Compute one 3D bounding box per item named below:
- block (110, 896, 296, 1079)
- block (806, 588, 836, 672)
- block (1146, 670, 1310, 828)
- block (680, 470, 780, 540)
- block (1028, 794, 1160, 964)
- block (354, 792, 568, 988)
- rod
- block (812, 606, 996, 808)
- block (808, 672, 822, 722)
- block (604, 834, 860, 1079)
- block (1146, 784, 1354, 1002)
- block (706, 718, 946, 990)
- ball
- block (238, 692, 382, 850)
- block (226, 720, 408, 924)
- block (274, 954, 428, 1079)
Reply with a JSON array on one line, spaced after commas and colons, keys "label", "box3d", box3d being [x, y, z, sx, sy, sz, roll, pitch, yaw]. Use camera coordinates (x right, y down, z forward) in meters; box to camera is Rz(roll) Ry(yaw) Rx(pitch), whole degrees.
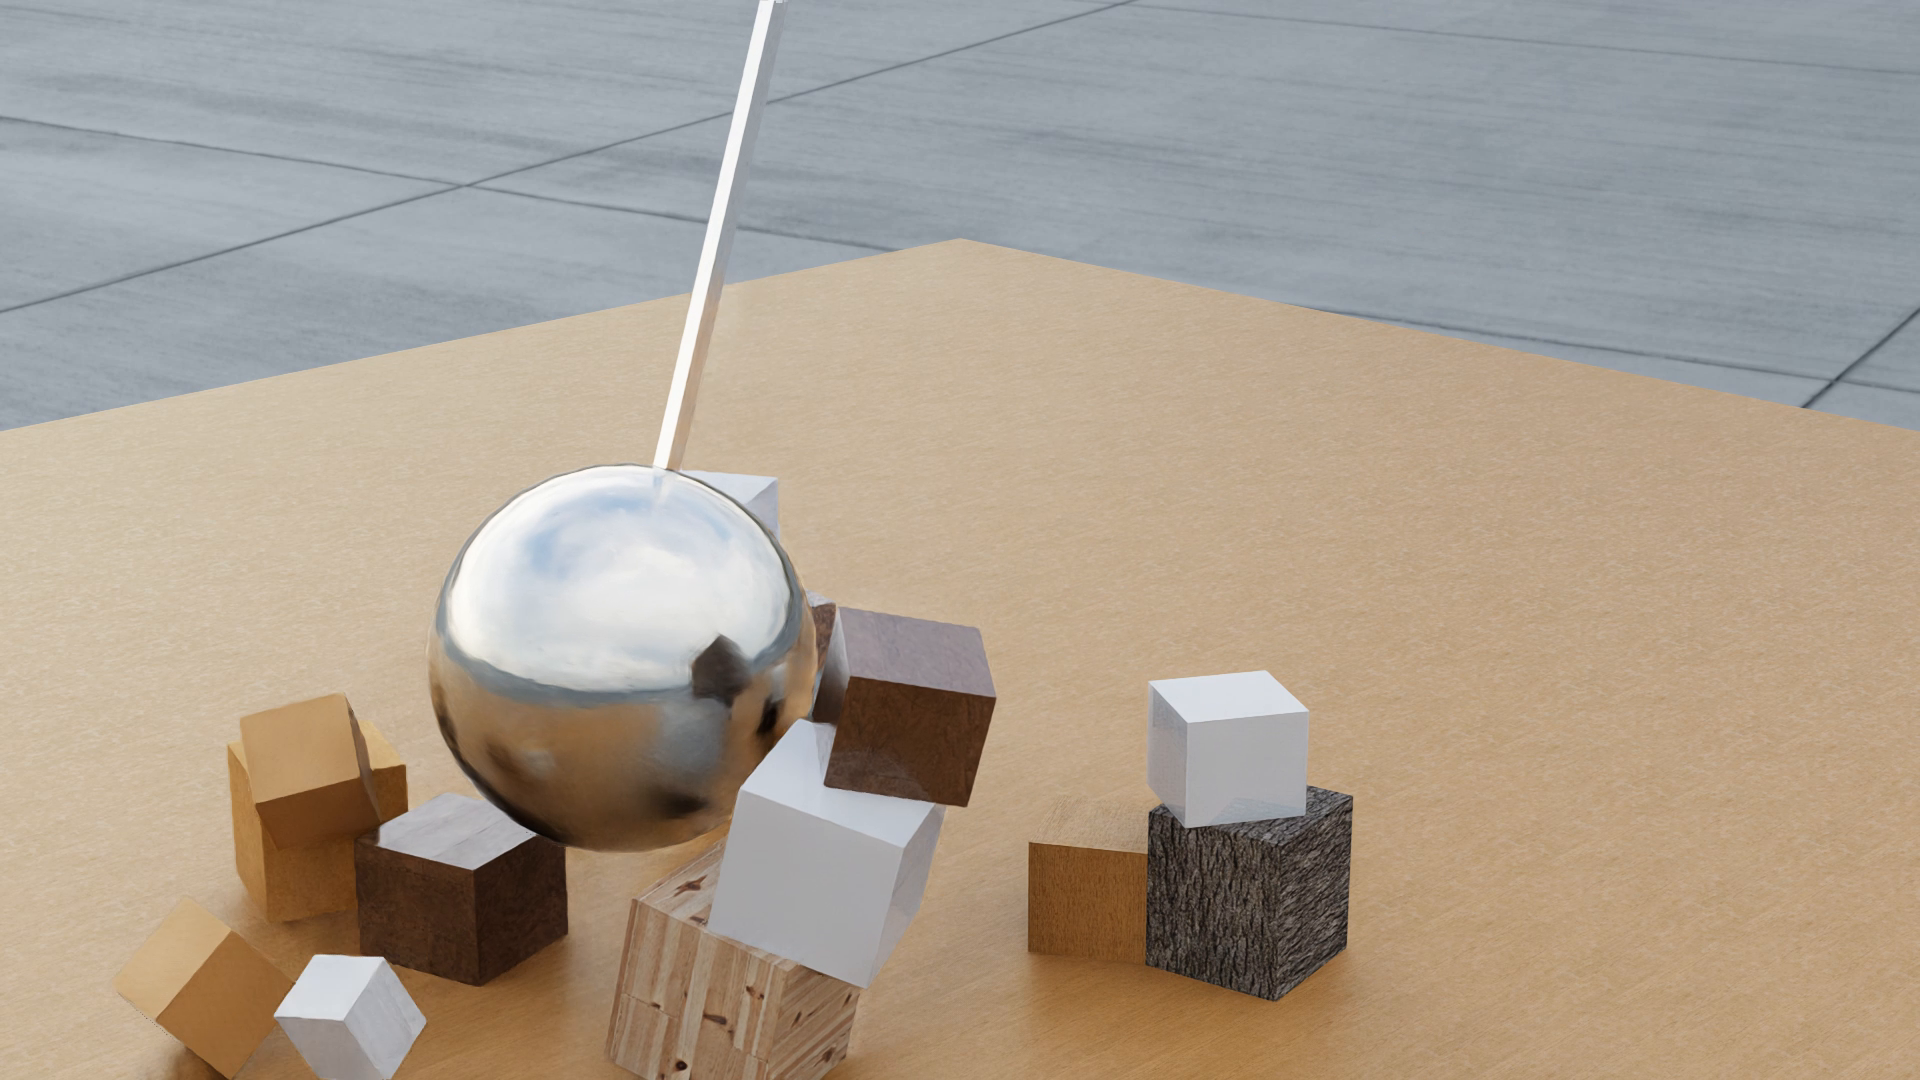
[{"label": "block", "box3d": [-2.984, 1.776, 11.634, 0.404, 0.456, 0.445, 20, 65, 47]}, {"label": "block", "box3d": [-1.123, 0.679, 14.794, 0.702, 0.834, 0.739, -13, 21, -35]}, {"label": "block", "box3d": [1.126, 0.879, 12.402, 0.533, 0.468, 0.510, -5, 18, -14]}, {"label": "block", "box3d": [-1.244, 0.029, 14.488, 0.541, 0.588, 0.570, 5, 18, 15]}, {"label": "block", "box3d": [0.613, 1.475, 12.799, 0.522, 0.512, 0.547, 4, 18, 13]}, {"label": "block", "box3d": [-2.151, 1.500, 12.675, 0.645, 0.537, 0.624, 10, 20, 28]}, {"label": "rod", "box3d": [-0.600, -2.818, 11.827, 0.080, 5.200, 0.080, 17, 5, 42]}, {"label": "block", "box3d": [-0.219, 0.628, 11.099, 0.556, 0.477, 0.552, 9, 25, -12]}, {"label": "block", "box3d": [-0.806, 1.014, 14.233, 0.656, 0.532, 0.561, -8, 19, -25]}, {"label": "block", "box3d": [-0.851, 1.715, 11.435, 0.701, 0.733, 0.697, 22, 25, 21]}, {"label": "block", "box3d": [1.236, 1.456, 12.530, 0.633, 0.709, 0.641, 12, 21, 33]}, {"label": "block", "box3d": [-0.485, 1.178, 11.108, 0.650, 0.623, 0.655, 19, 24, 10]}, {"label": "ball", "box3d": [-1.384, 0.483, 12.043, 1.600, 1.600, 1.600, 0, 17, 0]}, {"label": "block", "box3d": [-2.777, 0.990, 12.546, 0.452, 0.463, 0.421, -14, 60, -7]}, {"label": "block", "box3d": [-2.892, 1.263, 13.252, 0.657, 0.644, 0.615, -8, 19, -24]}, {"label": "block", "box3d": [-2.308, 1.813, 11.111, 0.345, 0.359, 0.309, -2, 40, 30]}]
